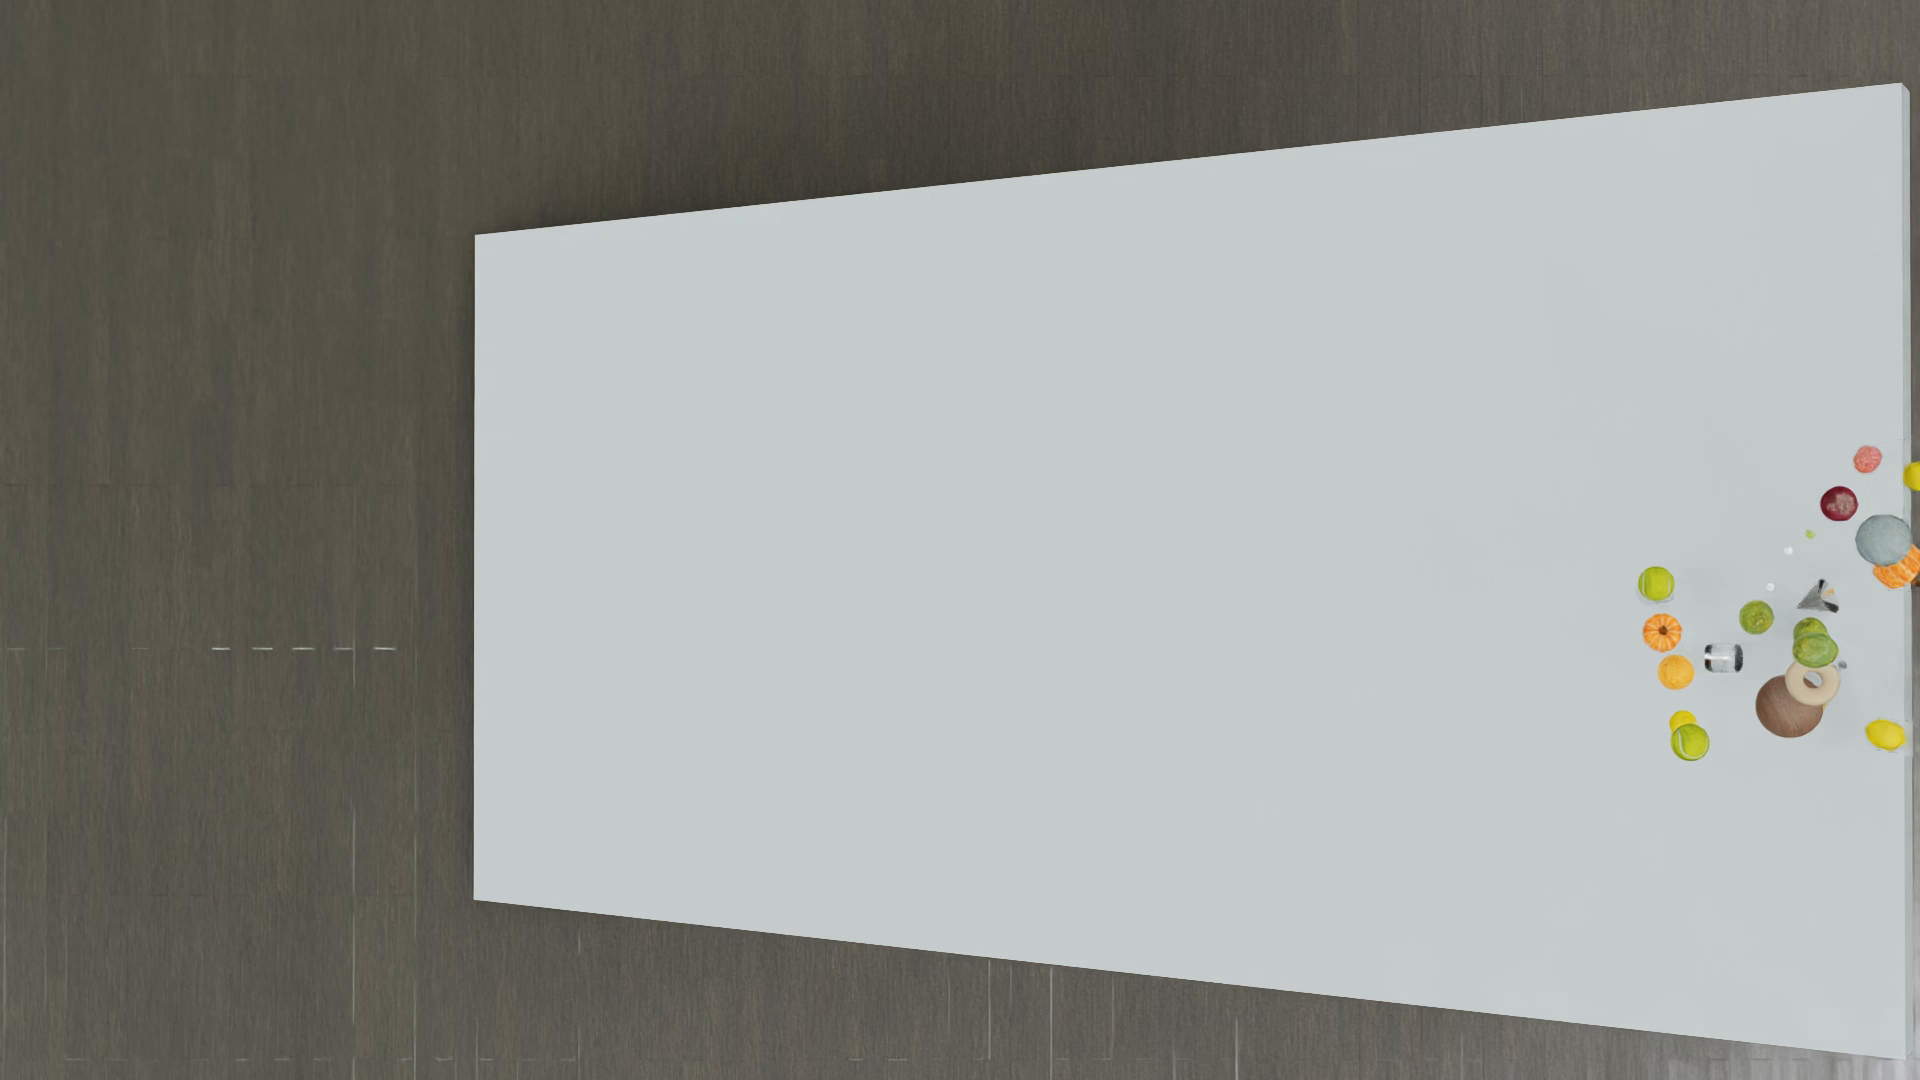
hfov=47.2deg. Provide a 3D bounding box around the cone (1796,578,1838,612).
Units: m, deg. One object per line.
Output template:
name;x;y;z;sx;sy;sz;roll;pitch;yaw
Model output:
cone;1.571;0.114;4.056;0.066;0.066;0.066;-29;89;42

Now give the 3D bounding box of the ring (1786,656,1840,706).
ring;1.624;0.267;4.188;0.098;0.033;0.098;-3;76;14

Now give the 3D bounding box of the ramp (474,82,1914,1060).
ramp;0.261;0.072;5.603;4.000;0.100;2.000;0;89;32

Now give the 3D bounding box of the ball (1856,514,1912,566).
ball;1.439;0.000;3.426;0.082;0.082;0.082;0;89;0

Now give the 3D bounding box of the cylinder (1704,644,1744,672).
cylinder;1.548;0.239;4.458;0.058;0.058;0.058;-3;89;42

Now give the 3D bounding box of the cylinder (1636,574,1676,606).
cylinder;1.428;0.103;4.512;0.057;0.057;0.057;-7;89;-34
